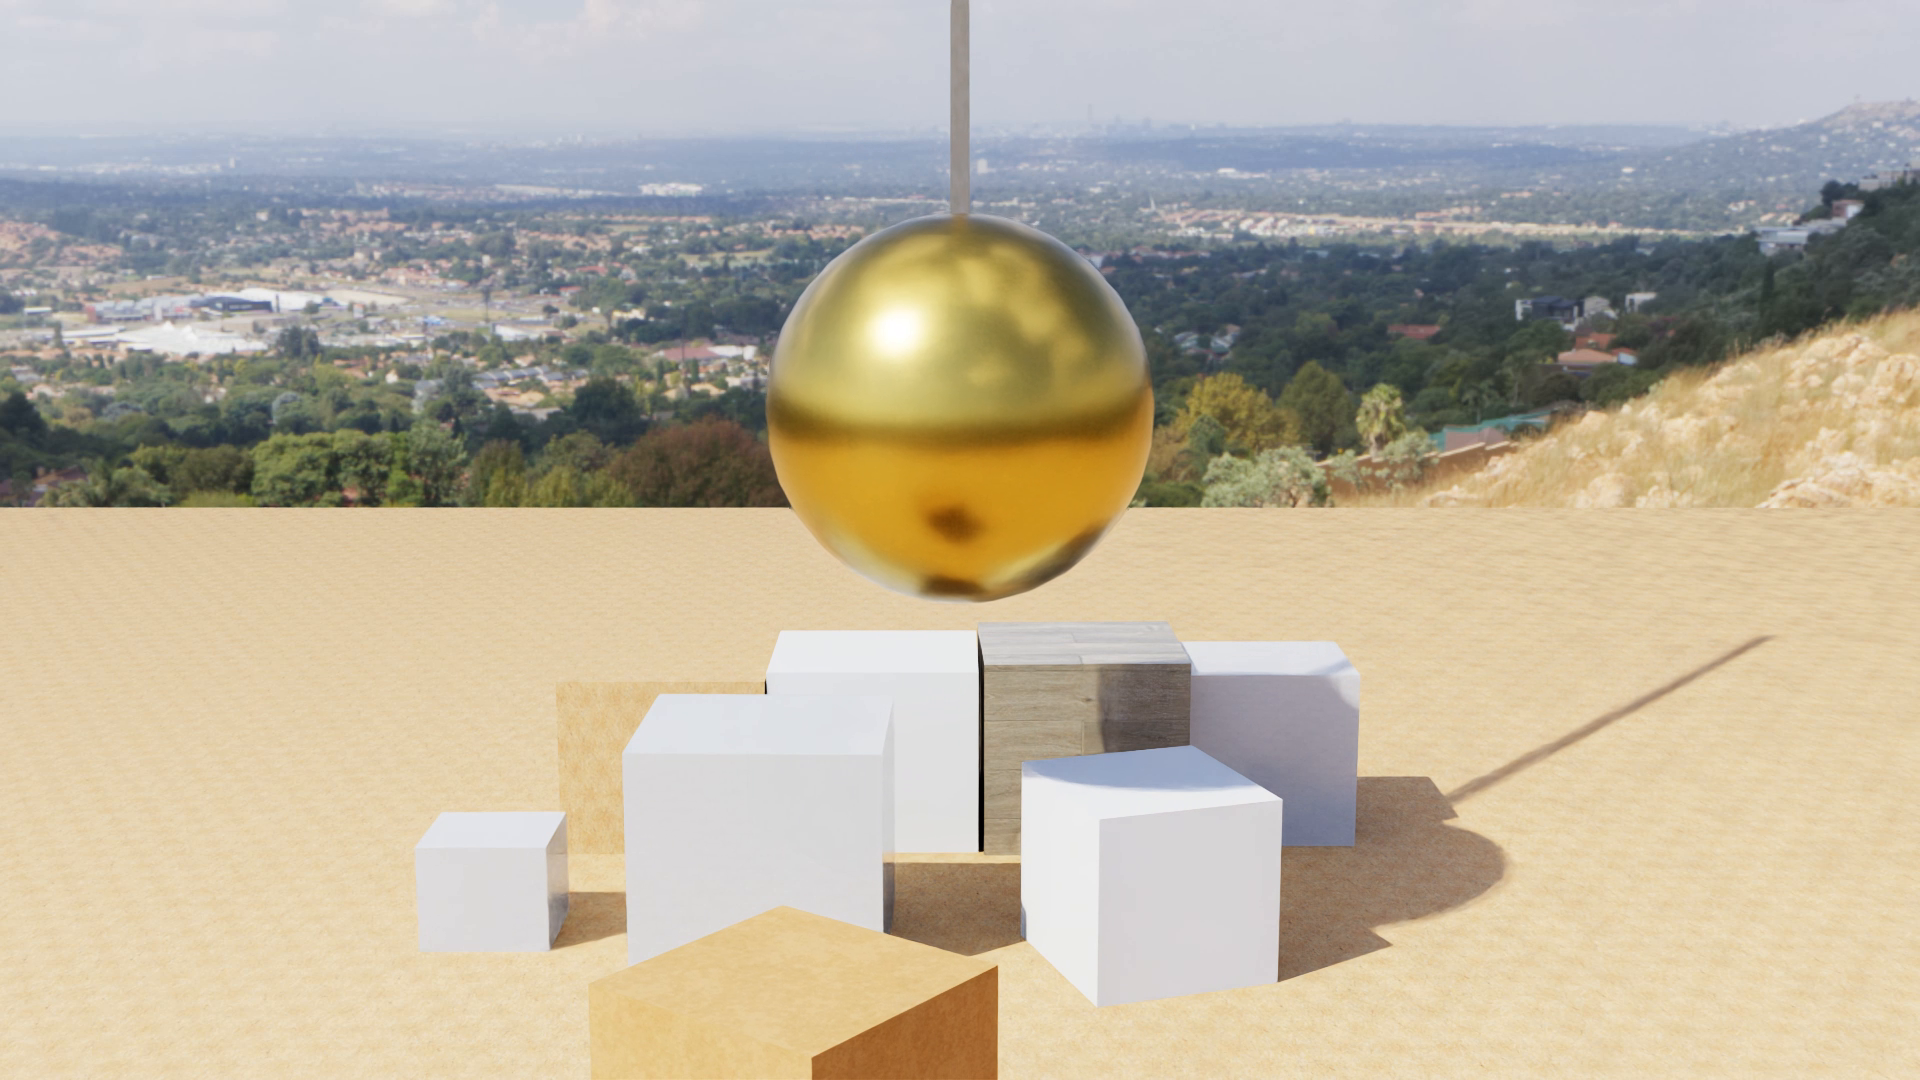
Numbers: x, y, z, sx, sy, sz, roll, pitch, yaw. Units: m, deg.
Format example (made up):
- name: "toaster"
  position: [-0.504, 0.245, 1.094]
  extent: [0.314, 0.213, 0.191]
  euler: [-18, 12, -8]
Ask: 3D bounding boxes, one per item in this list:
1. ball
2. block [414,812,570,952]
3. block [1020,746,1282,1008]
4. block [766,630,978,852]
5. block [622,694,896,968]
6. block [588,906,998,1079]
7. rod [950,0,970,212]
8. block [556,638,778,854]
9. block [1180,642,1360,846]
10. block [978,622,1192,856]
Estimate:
- name: "ball"
  position: [0.000, -0.538, 9.035]
  extent: [1.600, 1.600, 1.600]
  euler: [0, 10, 0]
- name: "block"
  position: [-2.086, 1.524, 9.852]
  extent: [0.570, 0.476, 0.520]
  euler: [0, 10, 0]
- name: "block"
  position: [0.807, 1.423, 9.490]
  extent: [0.824, 0.804, 0.885]
  euler: [-4, 11, -19]
- name: "block"
  position: [-0.433, 1.022, 11.357]
  extent: [1.043, 0.925, 0.939]
  euler: [0, 10, 0]
- name: "block"
  position: [-0.855, 1.287, 9.721]
  extent: [1.082, 0.990, 0.996]
  euler: [0, 10, 1]
- name: "block"
  position: [-0.535, 1.821, 7.221]
  extent: [0.951, 0.833, 0.931]
  euler: [8, 13, 37]
- name: "rod"
  position: [0.000, -3.893, 9.585]
  extent: [0.080, 5.200, 0.080]
  euler: [0, -9, 0]
- name: "block"
  position: [-1.474, 1.043, 11.363]
  extent: [1.025, 0.883, 0.980]
  euler: [0, 10, 0]
- name: "block"
  position: [1.559, 1.040, 11.374]
  extent: [0.859, 0.884, 0.752]
  euler: [0, 10, 0]
- name: "block"
  position: [0.613, 1.001, 11.337]
  extent: [1.015, 0.974, 0.966]
  euler: [0, 10, -2]
